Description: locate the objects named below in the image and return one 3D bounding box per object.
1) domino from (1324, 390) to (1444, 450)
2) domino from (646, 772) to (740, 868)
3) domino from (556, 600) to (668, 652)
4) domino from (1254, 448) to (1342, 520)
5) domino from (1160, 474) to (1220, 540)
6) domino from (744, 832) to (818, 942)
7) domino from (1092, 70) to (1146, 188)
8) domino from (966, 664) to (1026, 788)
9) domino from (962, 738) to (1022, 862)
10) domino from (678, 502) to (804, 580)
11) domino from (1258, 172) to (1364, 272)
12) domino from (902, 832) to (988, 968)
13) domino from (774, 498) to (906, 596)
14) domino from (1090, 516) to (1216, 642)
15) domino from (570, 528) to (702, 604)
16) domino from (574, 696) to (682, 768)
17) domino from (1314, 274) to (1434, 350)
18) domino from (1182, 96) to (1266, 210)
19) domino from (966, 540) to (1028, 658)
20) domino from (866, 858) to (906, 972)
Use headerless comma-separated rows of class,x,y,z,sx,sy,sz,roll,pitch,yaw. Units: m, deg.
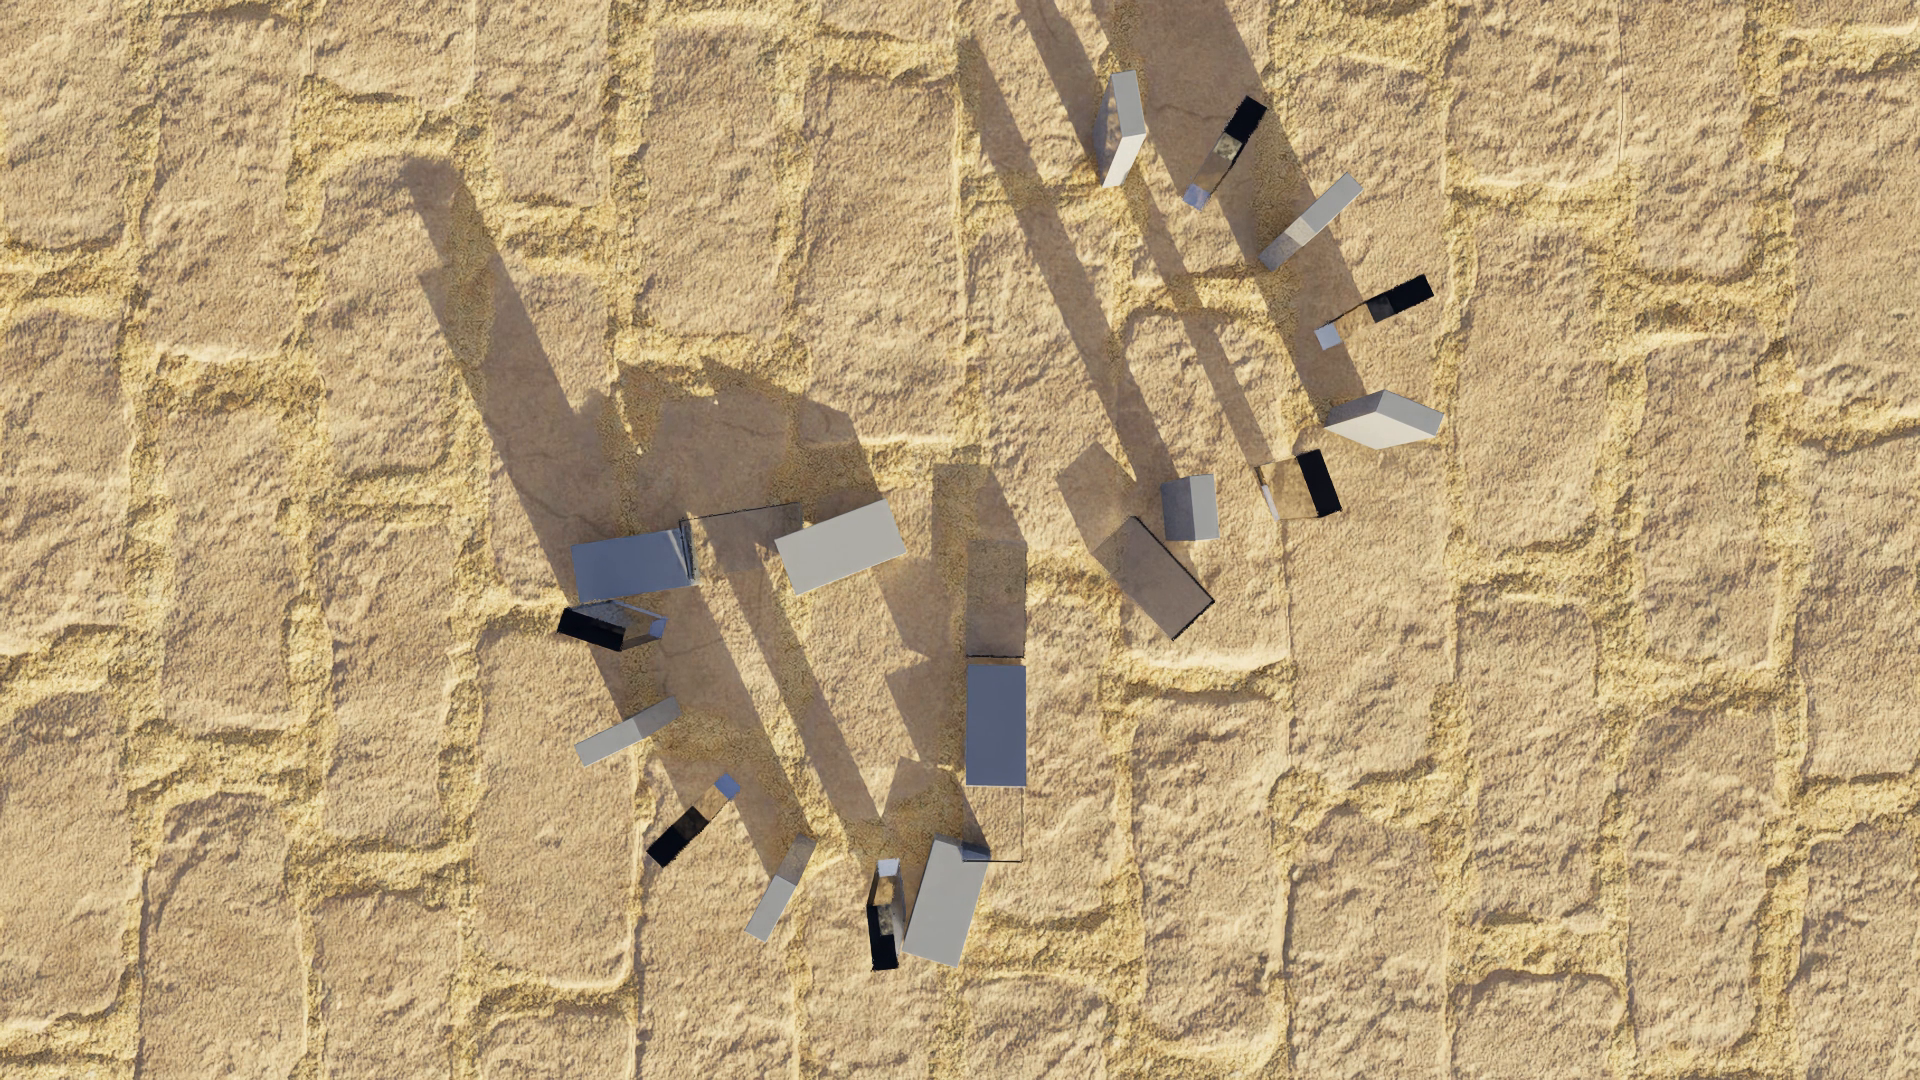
domino,0.172,-0.049,0.375,0.025,0.050,0.010,22,90,0
domino,-0.108,0.113,0.375,0.025,0.050,0.009,-44,90,0
domino,-0.141,0.034,0.375,0.025,0.050,0.010,18,90,0
domino,0.137,-0.022,0.375,0.009,0.050,0.025,-21,90,0
domino,0.093,-0.013,0.375,0.009,0.050,0.025,-5,90,0
domino,-0.072,0.141,0.375,0.009,0.050,0.025,29,90,0
domino,0.064,-0.167,0.375,0.009,0.050,0.025,-10,90,0
domino,0.015,0.079,0.388,0.025,0.010,0.050,1,72,0
domino,0.014,0.110,0.390,0.025,0.009,0.050,1,78,0
domino,-0.092,0.000,0.390,0.050,0.009,0.025,-10,90,-11
domino,0.142,-0.129,0.375,0.025,0.050,0.010,-43,90,0
domino,-0.006,0.155,0.395,0.025,0.009,0.050,17,90,0
domino,-0.051,0.003,0.389,0.050,0.009,0.025,-21,93,-13
domino,0.083,0.016,0.395,0.025,0.010,0.050,-43,90,0
domino,-0.139,0.011,0.395,0.050,0.010,0.025,-9,90,0
domino,-0.134,0.077,0.375,0.025,0.050,0.009,-26,90,0
domino,0.168,-0.092,0.375,0.025,0.050,0.010,-25,90,0
domino,0.107,-0.157,0.375,0.009,0.050,0.025,31,90,0
domino,0.016,0.025,0.395,0.025,0.009,0.050,1,90,0
domino,-0.030,0.152,0.375,0.010,0.050,0.025,-6,90,0
